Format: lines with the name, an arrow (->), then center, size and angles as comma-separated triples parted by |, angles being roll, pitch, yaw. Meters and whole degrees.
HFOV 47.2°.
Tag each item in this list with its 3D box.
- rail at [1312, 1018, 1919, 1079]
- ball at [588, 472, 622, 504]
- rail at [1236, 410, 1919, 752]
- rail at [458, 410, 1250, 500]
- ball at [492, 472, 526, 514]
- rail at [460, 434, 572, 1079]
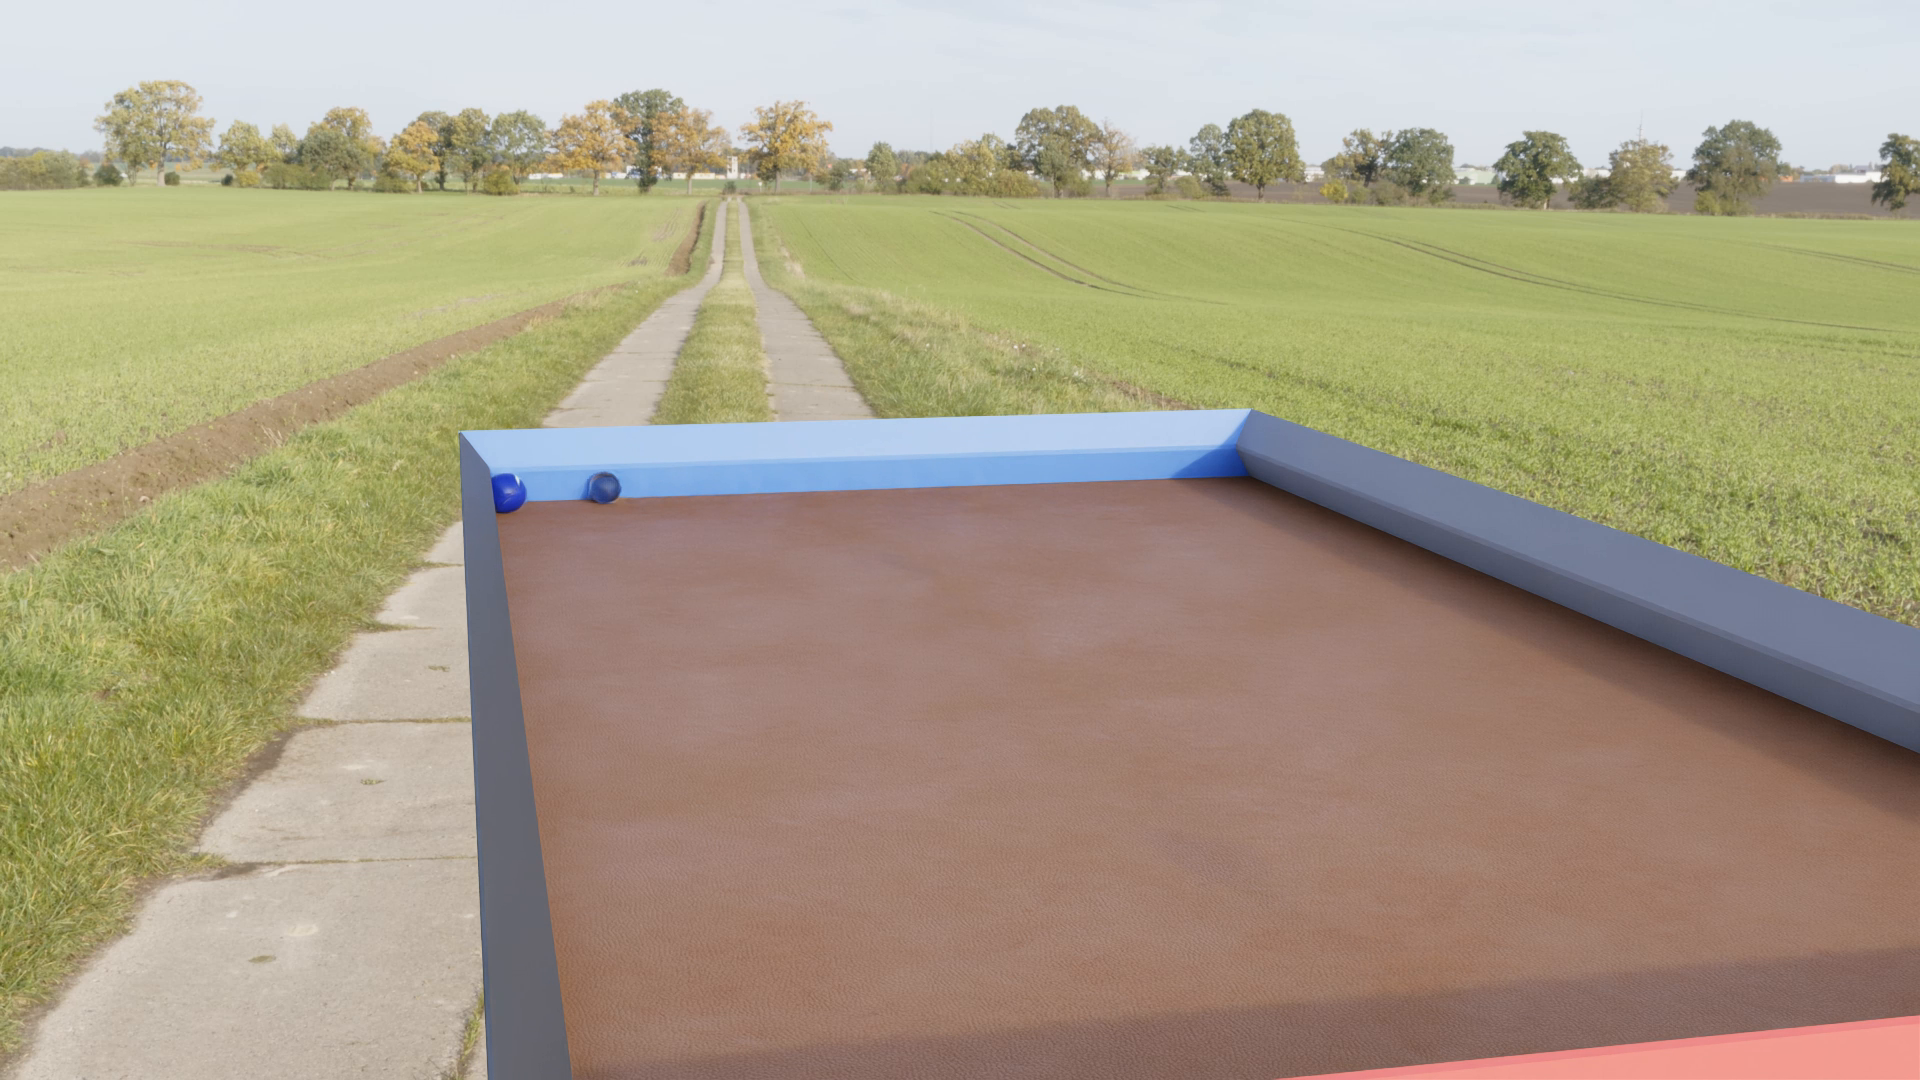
rail -> 0.441, 0.311, 1.189 | 1.356, 0.117, 0.045 | -2, 11, -13
ball -> -0.575, -0.084, 3.565 | 0.052, 0.052, 0.052 | 0, 10, 0
rail -> 0.786, 0.059, 2.584 | 0.045, 0.117, 2.655 | -2, 11, -13
rail -> -0.144, -0.141, 3.689 | 1.356, 0.117, 0.045 | -2, 11, -13
ball -> -0.718, -0.075, 3.476 | 0.065, 0.065, 0.065 | 0, 10, 0
rail -> -0.489, 0.111, 2.295 | 0.045, 0.117, 2.655 | -2, 11, -13
